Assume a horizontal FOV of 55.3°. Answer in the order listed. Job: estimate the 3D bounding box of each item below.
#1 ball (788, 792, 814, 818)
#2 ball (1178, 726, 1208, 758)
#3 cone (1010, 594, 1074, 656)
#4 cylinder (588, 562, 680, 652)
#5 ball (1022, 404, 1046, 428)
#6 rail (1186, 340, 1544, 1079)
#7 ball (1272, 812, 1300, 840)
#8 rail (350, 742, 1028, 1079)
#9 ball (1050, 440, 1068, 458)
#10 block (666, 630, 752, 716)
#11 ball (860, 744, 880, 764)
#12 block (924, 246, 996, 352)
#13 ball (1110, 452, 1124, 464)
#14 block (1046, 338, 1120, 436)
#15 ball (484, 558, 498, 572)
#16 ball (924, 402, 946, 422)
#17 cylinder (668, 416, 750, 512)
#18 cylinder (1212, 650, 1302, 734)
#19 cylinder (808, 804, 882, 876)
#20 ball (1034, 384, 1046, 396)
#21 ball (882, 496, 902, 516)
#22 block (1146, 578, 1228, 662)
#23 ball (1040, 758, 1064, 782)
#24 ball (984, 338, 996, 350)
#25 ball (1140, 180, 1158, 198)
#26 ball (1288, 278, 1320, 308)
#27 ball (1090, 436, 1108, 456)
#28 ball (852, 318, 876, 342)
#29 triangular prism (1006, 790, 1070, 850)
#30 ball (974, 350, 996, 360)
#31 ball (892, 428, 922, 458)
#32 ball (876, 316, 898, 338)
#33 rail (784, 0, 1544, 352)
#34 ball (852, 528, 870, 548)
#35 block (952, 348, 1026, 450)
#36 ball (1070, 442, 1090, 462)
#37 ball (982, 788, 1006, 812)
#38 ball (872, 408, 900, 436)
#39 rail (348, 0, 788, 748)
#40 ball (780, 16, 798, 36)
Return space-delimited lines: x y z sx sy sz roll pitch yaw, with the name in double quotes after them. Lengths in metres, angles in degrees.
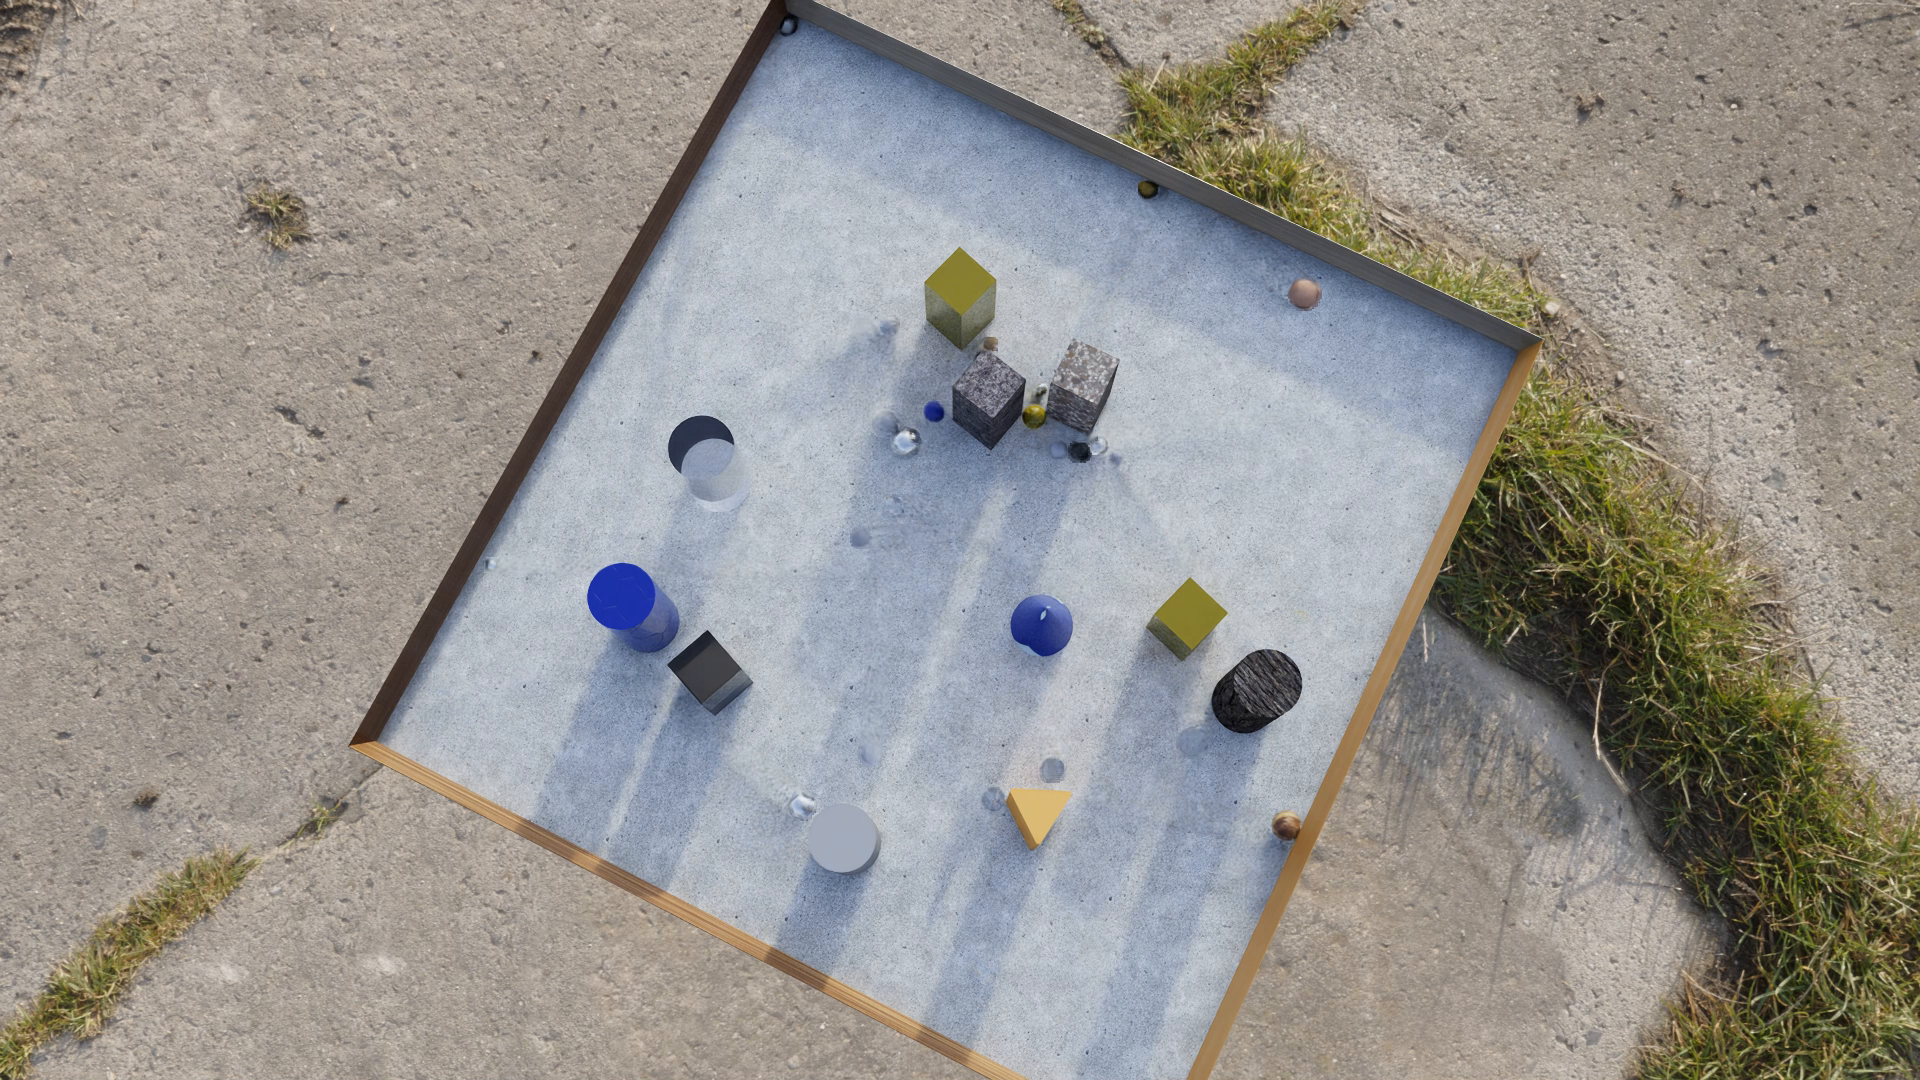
-0.469 0.784 5.414 0.079 0.079 0.079 0 78 0 "ball"
0.692 0.600 5.447 0.089 0.089 0.089 0 78 0 "ball"
0.249 0.227 5.411 0.191 0.311 0.191 0 78 0 "cone"
-0.947 0.203 5.344 0.191 0.451 0.191 0 78 0 "cylinder"
0.229 -0.381 5.657 0.075 0.075 0.075 0 78 0 "ball"
1.164 0.576 5.433 0.045 0.124 2.718 26 80 5 "rail"
0.961 0.843 5.399 0.085 0.085 0.085 0 78 0 "ball"
-0.597 1.176 5.309 2.650 0.124 0.045 26 80 5 "rail"
0.304 -0.278 5.646 0.054 0.054 0.054 0 78 0 "ball"
-0.730 0.393 5.381 0.152 0.302 0.152 -41 81 -8 "block"
-0.266 0.635 5.454 0.061 0.061 0.061 0 78 0 "ball"
0.001 -0.731 5.591 0.152 0.347 0.152 43 81 8 "block"
0.484 -0.252 5.647 0.041 0.041 0.041 0 78 0 "ball"
0.366 -0.458 5.530 0.152 0.355 0.152 26 79 5 "block"
-1.426 0.076 5.580 0.040 0.040 0.040 0 78 0 "ball"
-0.077 -0.394 5.666 0.063 0.063 0.063 0 78 0 "ball"
-0.740 -0.222 5.446 0.191 0.423 0.191 0 78 0 "cylinder"
0.853 0.442 5.294 0.191 0.453 0.191 0 78 0 "cylinder"
-0.329 0.864 5.268 0.191 0.332 0.191 0 78 0 "cylinder"
0.249 -0.466 5.692 0.041 0.041 0.041 0 78 0 "ball"
-0.206 -0.105 5.608 0.060 0.060 0.060 0 78 0 "ball"
0.671 0.238 5.439 0.152 0.250 0.152 44 82 8 "block"
0.275 0.681 5.440 0.070 0.070 0.070 0 78 0 "ball"
0.094 -0.611 5.722 0.041 0.041 0.041 0 78 0 "ball"
0.599 -1.113 5.816 0.060 0.060 0.060 0 78 0 "ball"
1.075 -0.771 5.728 0.094 0.094 0.094 0 78 0 "ball"
0.428 -0.290 5.646 0.060 0.060 0.060 0 78 0 "ball"
-0.300 -0.655 5.714 0.075 0.075 0.075 0 78 0 "ball"
0.198 0.766 5.216 0.143 0.473 0.165 33 80 6 "triangular prism"
0.082 -0.555 5.693 0.075 0.075 0.075 0 78 0 "ball"
-0.163 -0.299 5.630 0.095 0.095 0.095 0 78 0 "ball"
-0.226 -0.664 5.718 0.071 0.071 0.071 0 78 0 "ball"
0.597 -1.163 5.793 2.650 0.124 0.045 26 80 5 "rail"
-0.300 -0.006 5.589 0.056 0.056 0.056 0 78 0 "ball"
0.085 -0.419 5.513 0.152 0.373 0.152 39 81 7 "block"
0.369 -0.272 5.641 0.062 0.062 0.062 0 78 0 "ball"
0.100 0.769 5.423 0.068 0.068 0.068 0 78 0 "ball"
-0.230 -0.364 5.647 0.087 0.087 0.087 0 78 0 "ball"
-1.164 -0.563 5.669 0.045 0.124 2.718 26 80 5 "rail"
-0.555 -1.665 5.930 0.060 0.060 0.060 0 78 0 "ball"
